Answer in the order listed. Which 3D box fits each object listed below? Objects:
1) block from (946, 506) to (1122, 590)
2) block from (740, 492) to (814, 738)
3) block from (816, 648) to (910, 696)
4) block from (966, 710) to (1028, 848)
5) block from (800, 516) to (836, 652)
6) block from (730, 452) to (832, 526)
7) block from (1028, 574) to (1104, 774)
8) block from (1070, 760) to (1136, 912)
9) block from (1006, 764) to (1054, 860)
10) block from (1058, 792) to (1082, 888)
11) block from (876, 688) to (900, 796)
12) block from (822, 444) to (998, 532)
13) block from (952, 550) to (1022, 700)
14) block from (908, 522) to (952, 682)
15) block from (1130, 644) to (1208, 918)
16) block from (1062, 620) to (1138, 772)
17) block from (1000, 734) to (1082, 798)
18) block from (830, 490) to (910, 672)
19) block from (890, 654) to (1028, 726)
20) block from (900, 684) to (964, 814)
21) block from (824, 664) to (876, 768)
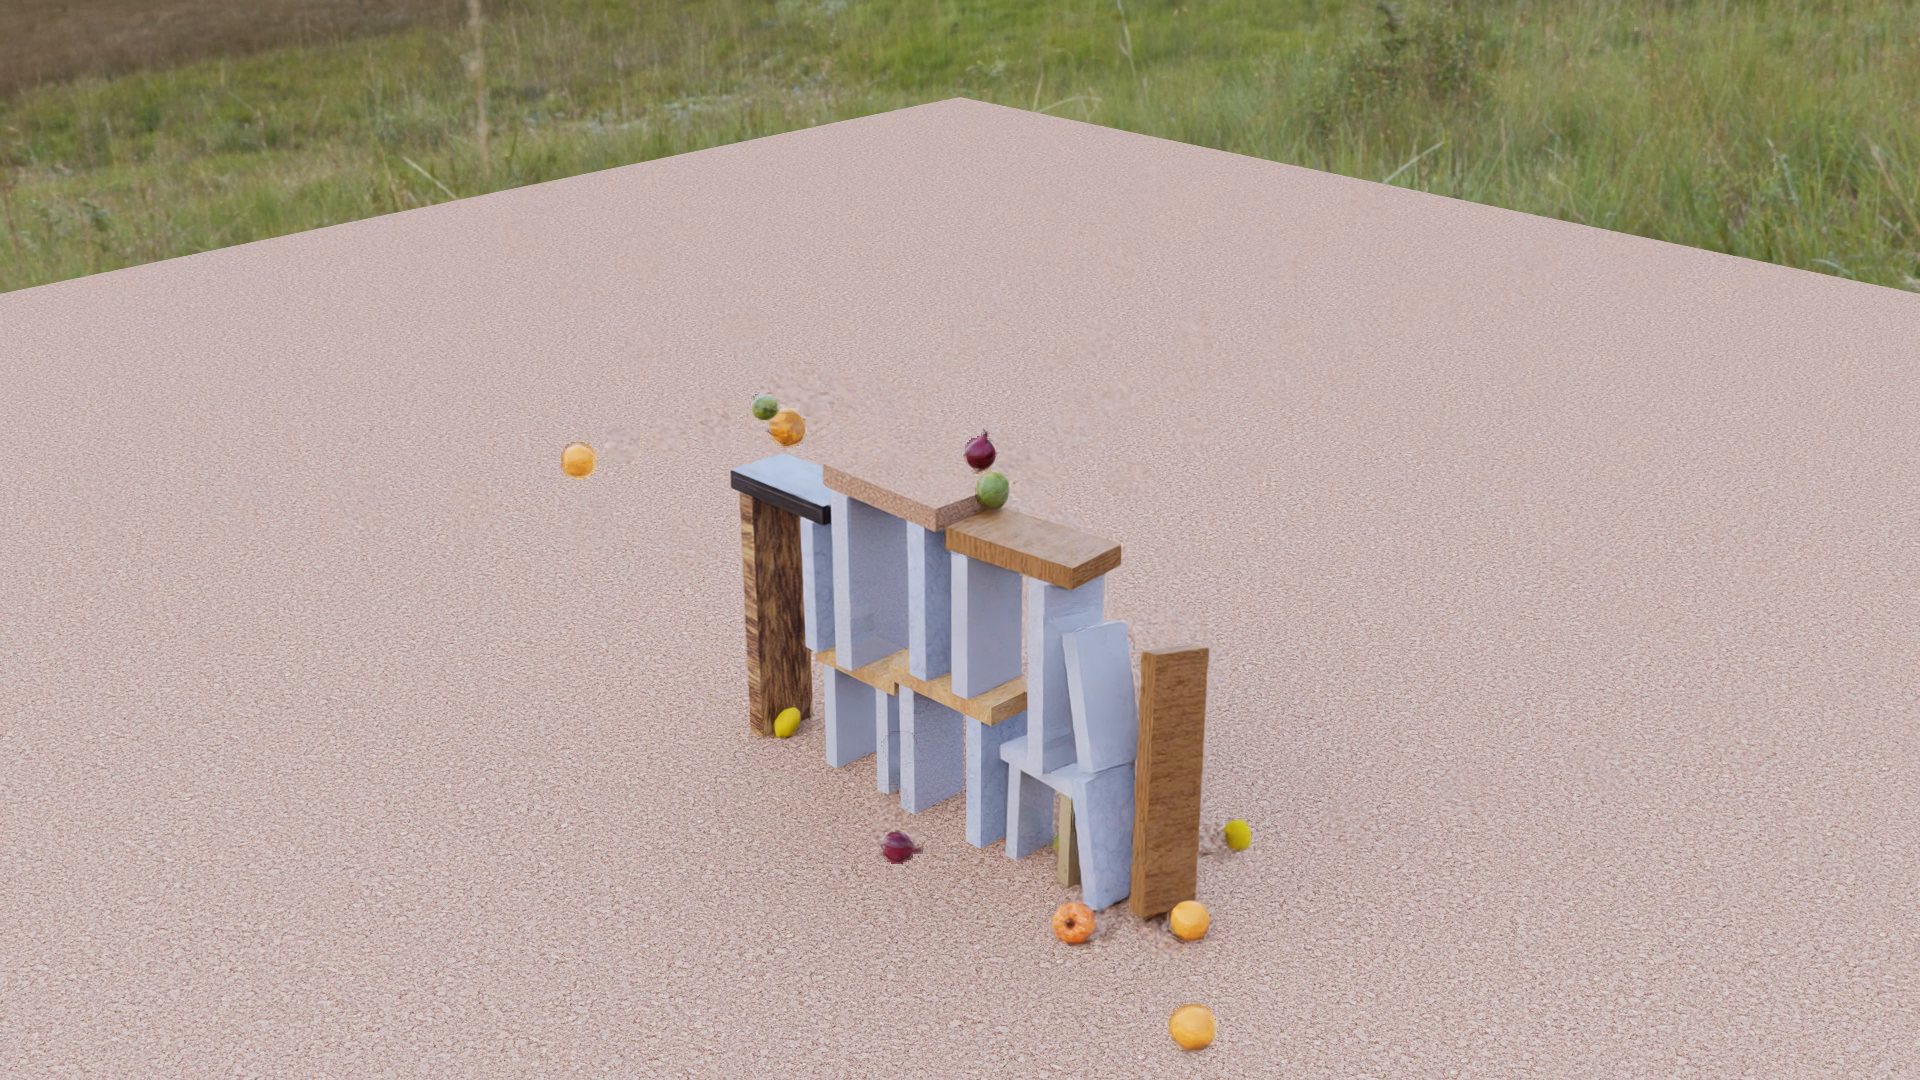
[{"bbox_3d":[0.135,0.012,4.089,0.299,0.042,0.149,18,28,36],"label":"block"},{"bbox_3d":[-0.391,0.144,4.705,0.145,0.560,0.041,-21,31,-41],"label":"block"},{"bbox_3d":[-0.174,0.249,4.524,0.237,0.034,0.118,21,31,41],"label":"block"},{"bbox_3d":[0.076,0.453,4.332,0.141,0.282,0.040,-21,31,-41],"label":"block"},{"bbox_3d":[-0.252,0.074,4.522,0.145,0.290,0.041,-18,27,-35],"label":"block"},{"bbox_3d":[-0.323,-0.107,4.526,0.145,0.041,0.290,-21,31,-40],"label":"block"},{"bbox_3d":[0.197,0.237,4.104,0.149,0.385,0.042,-17,28,-36],"label":"block"},{"bbox_3d":[0.280,0.551,4.126,0.130,0.260,0.037,-19,20,-37],"label":"block"},{"bbox_3d":[0.138,0.512,4.287,0.029,0.206,0.103,23,32,39],"label":"block"},{"bbox_3d":[0.236,0.551,4.196,0.103,0.206,0.029,-18,30,-38],"label":"block"},{"bbox_3d":[-0.117,0.395,4.527,0.118,0.237,0.034,-21,31,-41],"label":"block"},{"bbox_3d":[-0.099,-0.105,4.285,0.164,0.046,0.328,-20,30,-39],"label":"block"},{"bbox_3d":[0.052,0.143,4.218,0.149,0.299,0.042,-21,30,-40],"label":"block"},{"bbox_3d":[-0.024,0.097,4.288,0.164,0.328,0.046,-20,30,-39],"label":"block"},{"bbox_3d":[0.386,0.444,4.062,0.130,0.495,0.037,-5,12,-36],"label":"block"},{"bbox_3d":[0.264,0.288,4.071,0.130,0.260,0.037,-11,5,-39],"label":"block"},{"bbox_3d":[0.183,0.425,4.191,0.103,0.029,0.206,-18,29,-37],"label":"block"},{"bbox_3d":[-0.179,0.062,4.438,0.046,0.379,0.164,20,30,41],"label":"block"},{"bbox_3d":[0.010,0.279,4.330,0.282,0.040,0.141,21,31,41],"label":"block"},{"bbox_3d":[-0.057,0.401,4.454,0.040,0.282,0.141,21,31,41],"label":"block"},{"bbox_3d":[-0.228,0.352,4.629,0.118,0.237,0.034,-21,31,-41],"label":"block"}]
